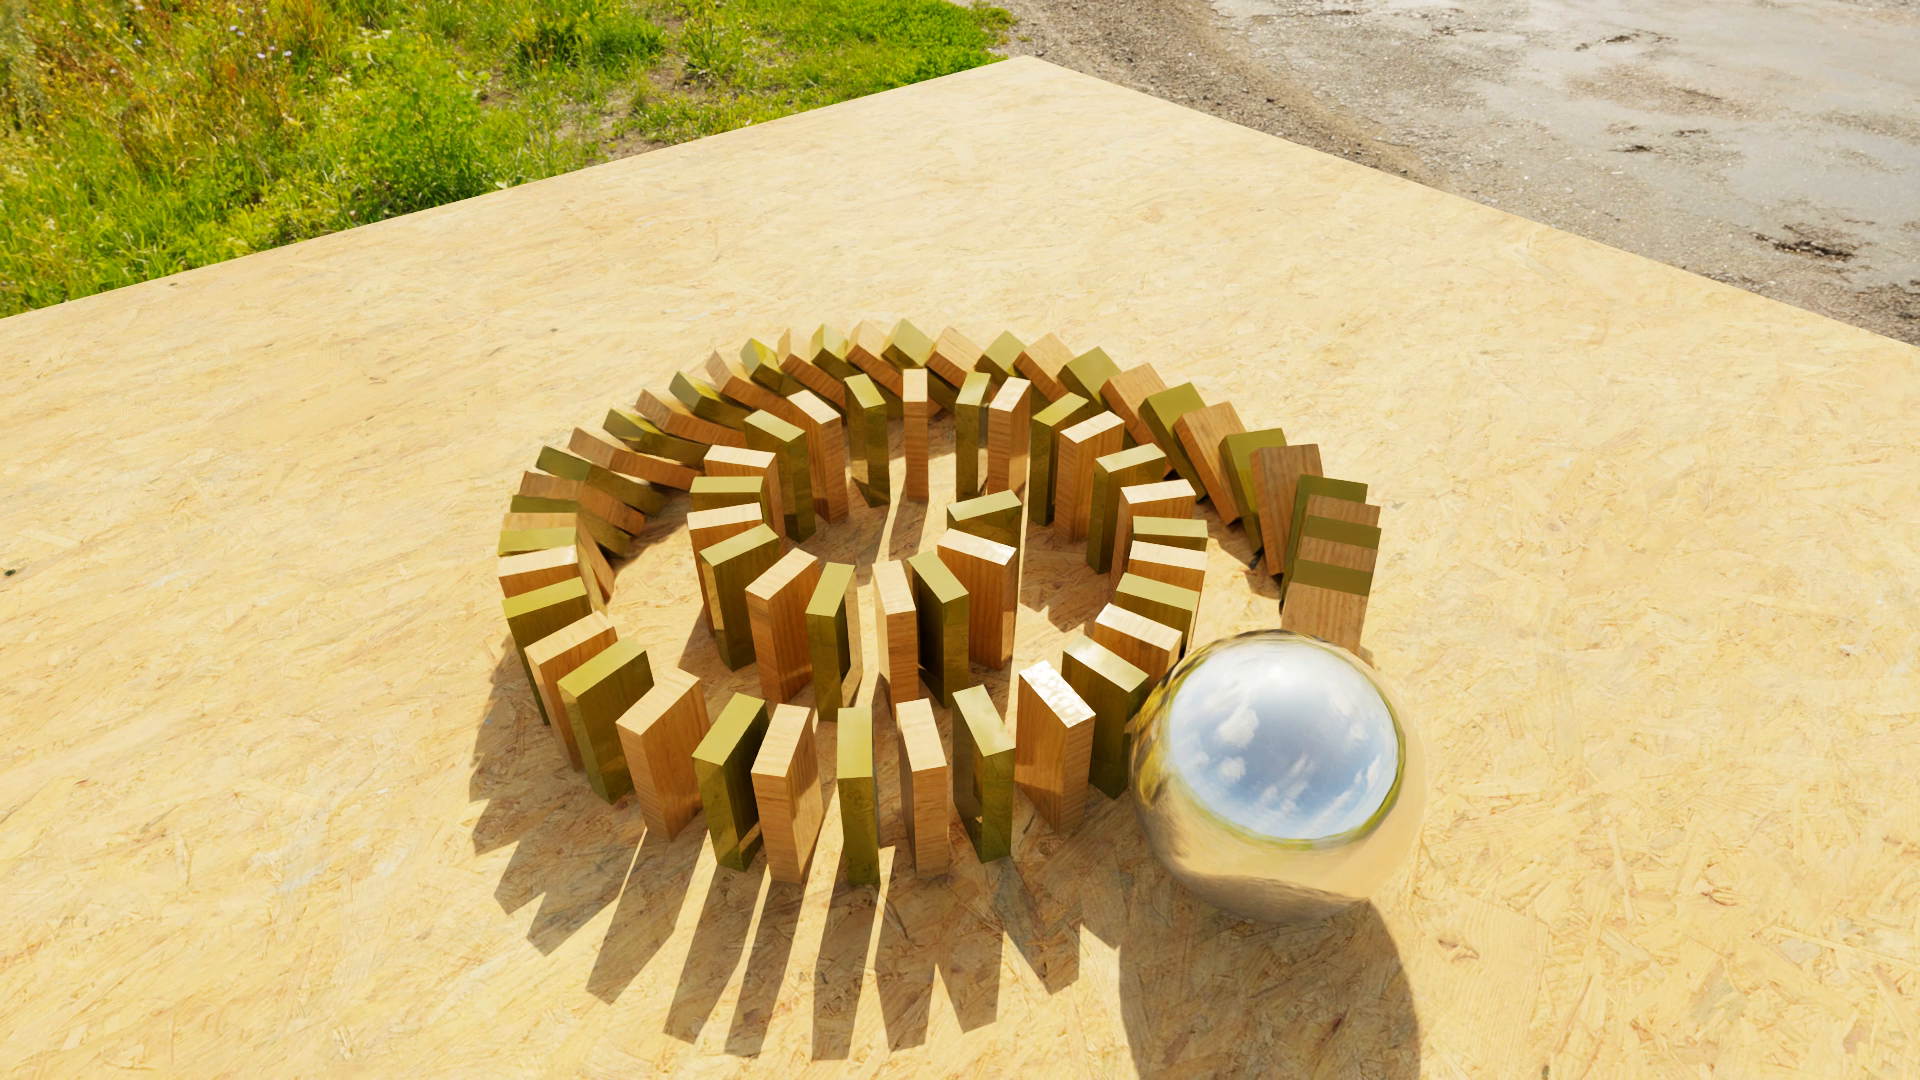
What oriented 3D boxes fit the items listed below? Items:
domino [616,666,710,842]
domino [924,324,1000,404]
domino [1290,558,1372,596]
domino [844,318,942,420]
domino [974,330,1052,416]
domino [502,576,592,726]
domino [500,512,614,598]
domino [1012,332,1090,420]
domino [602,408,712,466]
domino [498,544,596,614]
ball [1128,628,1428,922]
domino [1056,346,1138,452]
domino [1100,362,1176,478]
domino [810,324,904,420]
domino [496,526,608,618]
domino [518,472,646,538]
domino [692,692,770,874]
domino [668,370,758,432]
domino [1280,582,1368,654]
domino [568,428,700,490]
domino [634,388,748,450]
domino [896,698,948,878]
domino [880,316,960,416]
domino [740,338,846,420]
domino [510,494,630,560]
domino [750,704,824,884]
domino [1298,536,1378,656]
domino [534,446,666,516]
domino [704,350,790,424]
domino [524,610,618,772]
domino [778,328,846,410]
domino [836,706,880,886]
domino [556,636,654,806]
[{"bbox_3d":[-0.087,0.065,0.332,0.010,0.050,0.025,20,43,23],"label":"domino"},{"bbox_3d":[0.009,-0.078,0.518,0.050,0.009,0.025,34,40,-12],"label":"domino"},{"bbox_3d":[0.123,0.033,0.376,0.025,0.050,0.010,11,-2,14],"label":"domino"},{"bbox_3d":[-0.030,-0.080,0.518,0.050,0.009,0.025,35,32,-22],"label":"domino"},{"bbox_3d":[0.034,-0.074,0.516,0.050,0.009,0.025,39,46,-1],"label":"domino"},{"bbox_3d":[-0.132,0.038,0.366,0.025,0.050,0.010,-18,43,-21],"label":"domino"},{"bbox_3d":[-0.147,0.006,0.404,0.025,0.050,0.010,-1,62,-1],"label":"domino"},{"bbox_3d":[0.051,-0.072,0.511,0.050,0.009,0.025,46,47,5],"label":"domino"},{"bbox_3d":[-0.125,-0.043,0.473,0.025,0.010,0.050,31,11,32],"label":"domino"},{"bbox_3d":[-0.140,0.026,0.380,0.025,0.050,0.009,-11,41,-13],"label":"domino"},{"bbox_3d":[0.088,0.065,0.308,0.080,0.080,0.080,0,39,0],"label":"ball"},{"bbox_3d":[0.070,-0.063,0.502,0.025,0.009,0.050,-32,78,-36],"label":"domino"},{"bbox_3d":[0.087,-0.054,0.491,0.025,0.010,0.050,-25,74,-29],"label":"domino"},{"bbox_3d":[-0.046,-0.079,0.515,0.050,0.009,0.025,32,28,-27],"label":"domino"},{"bbox_3d":[-0.144,0.016,0.391,0.025,0.050,0.010,-4,49,-5],"label":"domino"},{"bbox_3d":[-0.147,-0.013,0.432,0.025,0.050,0.009,10,79,13],"label":"domino"},{"bbox_3d":[-0.065,0.072,0.324,0.010,0.050,0.025,13,41,15],"label":"domino"},{"bbox_3d":[-0.103,-0.059,0.492,0.050,0.010,0.025,17,19,-48],"label":"domino"},{"bbox_3d":[0.118,0.041,0.367,0.025,0.050,0.009,11,-2,14],"label":"domino"},{"bbox_3d":[-0.136,-0.033,0.460,0.025,0.009,0.050,26,5,28],"label":"domino"},{"bbox_3d":[-0.115,-0.051,0.483,0.025,0.009,0.050,35,12,35],"label":"domino"},{"bbox_3d":[-0.011,0.073,0.322,0.010,0.050,0.025,-8,40,-10],"label":"domino"},{"bbox_3d":[-0.013,-0.080,0.518,0.050,0.009,0.025,37,37,-18],"label":"domino"},{"bbox_3d":[-0.076,-0.072,0.507,0.050,0.009,0.025,27,22,-36],"label":"domino"},{"bbox_3d":[-0.148,-0.004,0.420,0.025,0.050,0.010,5,76,6],"label":"domino"},{"bbox_3d":[-0.049,0.075,0.321,0.009,0.050,0.025,6,40,8],"label":"domino"},{"bbox_3d":[0.128,0.026,0.385,0.025,0.050,0.009,12,-2,14],"label":"domino"},{"bbox_3d":[-0.144,-0.023,0.445,0.025,0.050,0.009,20,85,22],"label":"domino"},{"bbox_3d":[-0.090,-0.067,0.500,0.050,0.010,0.025,25,18,-43],"label":"domino"},{"bbox_3d":[-0.119,0.049,0.352,0.025,0.050,0.010,-30,48,-32],"label":"domino"},{"bbox_3d":[-0.061,-0.077,0.513,0.050,0.009,0.025,30,26,-30],"label":"domino"},{"bbox_3d":[-0.029,0.075,0.320,0.009,0.050,0.025,-3,39,-3],"label":"domino"},{"bbox_3d":[-0.106,0.057,0.342,0.010,0.050,0.025,27,47,29],"label":"domino"}]
